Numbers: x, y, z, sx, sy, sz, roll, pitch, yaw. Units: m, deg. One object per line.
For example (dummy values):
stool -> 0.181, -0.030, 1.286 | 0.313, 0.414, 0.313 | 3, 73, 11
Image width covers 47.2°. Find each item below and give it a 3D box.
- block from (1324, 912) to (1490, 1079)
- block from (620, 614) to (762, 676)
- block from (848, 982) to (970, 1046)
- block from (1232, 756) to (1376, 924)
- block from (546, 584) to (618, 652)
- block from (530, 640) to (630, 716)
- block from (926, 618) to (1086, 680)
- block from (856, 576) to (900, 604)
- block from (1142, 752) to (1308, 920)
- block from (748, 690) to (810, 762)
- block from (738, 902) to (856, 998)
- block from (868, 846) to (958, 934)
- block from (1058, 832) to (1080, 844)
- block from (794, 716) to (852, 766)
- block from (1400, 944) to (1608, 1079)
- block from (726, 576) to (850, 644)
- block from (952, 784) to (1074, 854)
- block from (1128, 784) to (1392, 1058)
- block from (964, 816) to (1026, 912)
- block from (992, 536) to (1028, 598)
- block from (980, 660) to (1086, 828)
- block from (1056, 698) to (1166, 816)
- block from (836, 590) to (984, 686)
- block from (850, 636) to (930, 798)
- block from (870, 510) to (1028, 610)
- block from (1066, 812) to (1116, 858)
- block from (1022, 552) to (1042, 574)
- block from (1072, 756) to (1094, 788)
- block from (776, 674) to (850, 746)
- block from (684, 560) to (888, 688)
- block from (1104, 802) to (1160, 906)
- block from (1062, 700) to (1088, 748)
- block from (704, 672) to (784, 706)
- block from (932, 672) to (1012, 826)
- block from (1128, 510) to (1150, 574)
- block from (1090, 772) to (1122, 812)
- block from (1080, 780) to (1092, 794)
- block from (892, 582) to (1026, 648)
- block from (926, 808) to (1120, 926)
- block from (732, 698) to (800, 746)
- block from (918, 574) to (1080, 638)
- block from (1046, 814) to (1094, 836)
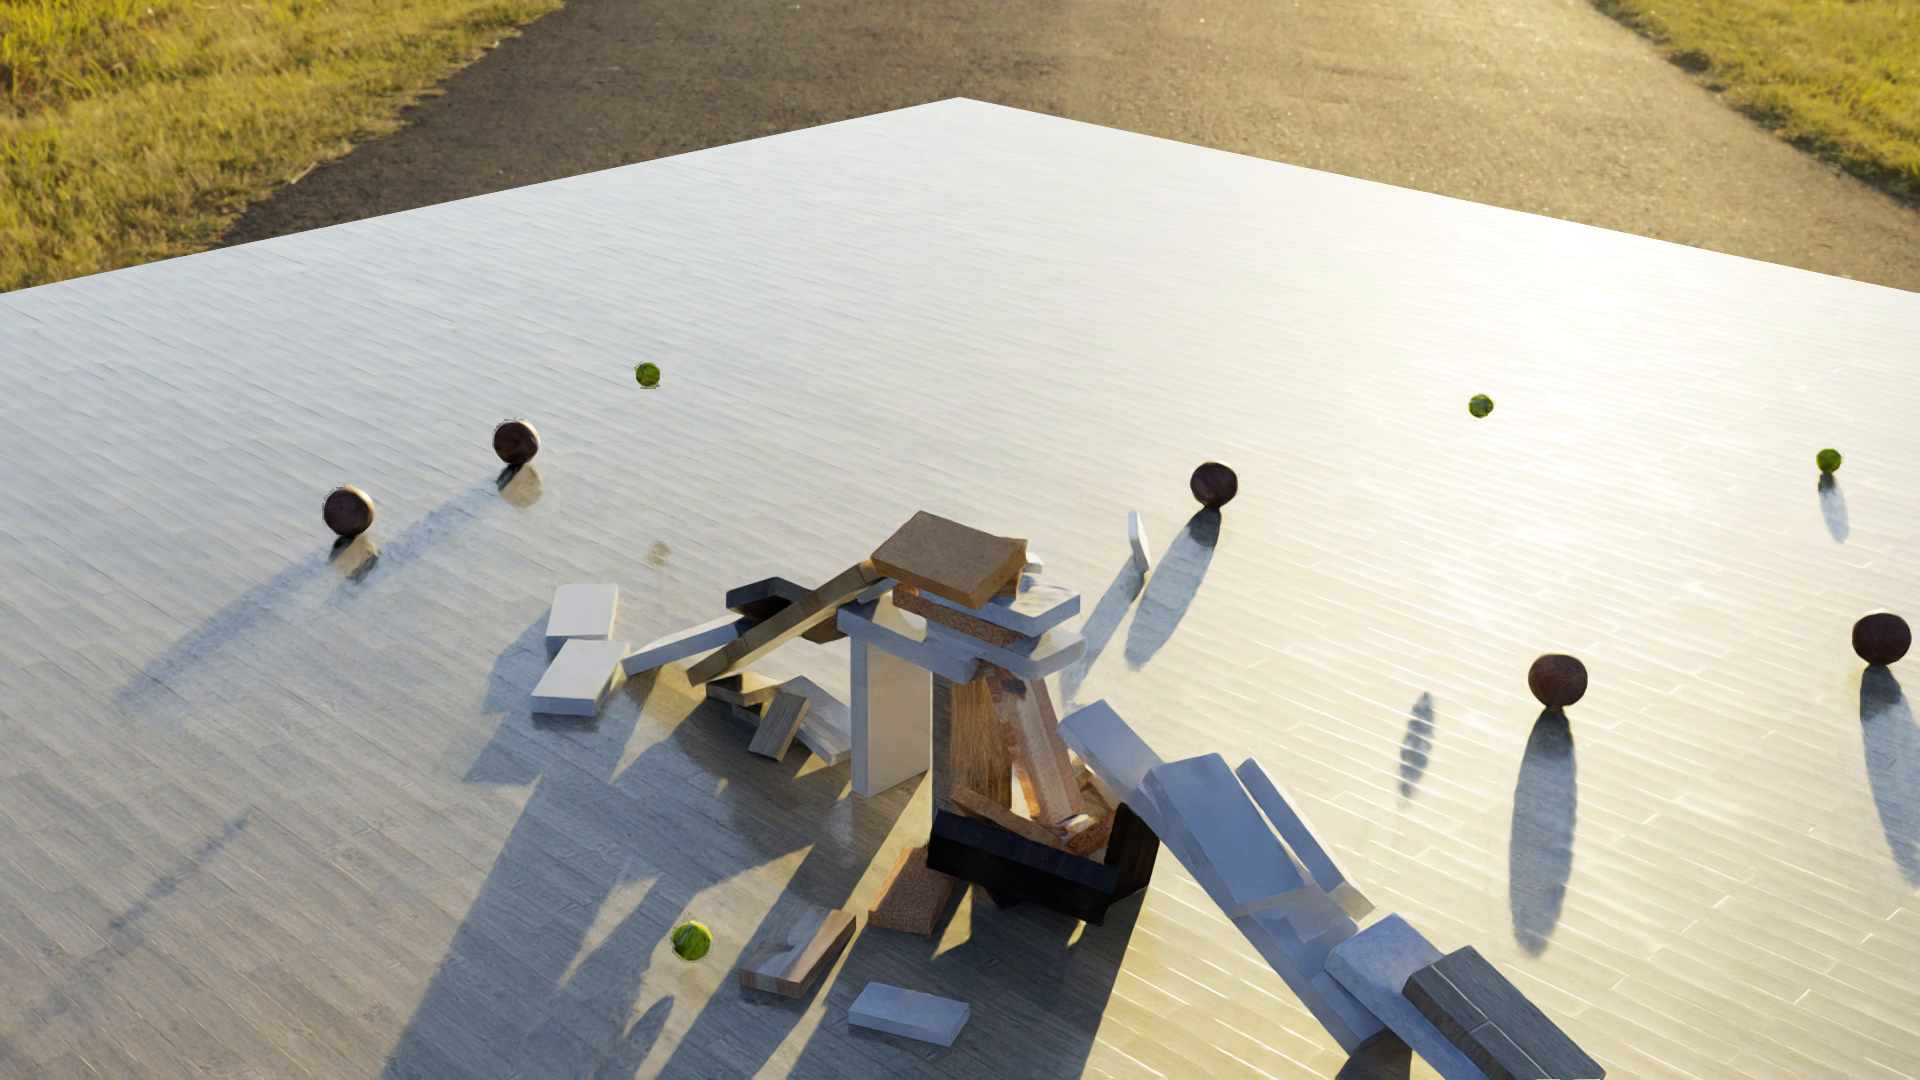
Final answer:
block -> 0.800, 0.787, 3.712 | 0.172, 0.049, 0.344 | -19, 48, -38
block -> -0.587, 0.223, 4.952 | 0.390, 0.041, 0.145 | -19, 7, 39
block -> -0.088, 0.818, 3.799 | 0.188, 0.027, 0.094 | 9, 25, 20
block -> 0.619, 0.538, 3.958 | 0.044, 0.155, 0.310 | -40, 50, 6
block -> -0.904, 0.184, 5.274 | 0.145, 0.041, 0.291 | -2, 23, -4
block -> -0.857, 0.309, 4.980 | 0.145, 0.041, 0.291 | 3, 23, 6
block -> 0.087, 0.186, 4.227 | 0.285, 0.040, 0.143 | 20, 30, 39
block -> -0.130, 0.082, 4.375 | 0.150, 0.021, 0.075 | -29, -4, 33
block -> 0.466, 0.520, 3.896 | 0.155, 0.044, 0.310 | -8, 49, -30
block -> -0.385, 0.397, 4.688 | 0.075, 0.021, 0.150 | 12, 62, 28
block -> -0.291, 0.739, 3.976 | 0.119, 0.034, 0.238 | 9, 25, 20
block -> -0.082, 0.660, 4.162 | 0.119, 0.034, 0.238 | 6, 24, 13
block -> 0.185, 0.586, 4.262 | 0.064, 0.018, 0.129 | -20, -7, -38
block -> -0.300, 0.403, 4.716 | 0.102, 0.029, 0.204 | -18, 41, -38
block -> 0.896, 0.813, 3.630 | 0.155, 0.044, 0.310 | -17, 46, -36
block -> -0.355, 0.156, 4.819 | 0.147, 0.042, 0.294 | -17, -28, 37
block -> 0.098, 0.539, 4.155 | 0.225, 0.113, 0.032 | 24, 76, 30
block -> 0.553, 0.635, 3.880 | 0.172, 0.049, 0.601 | -19, 55, -37
block -> 0.074, 0.603, 4.196 | 0.113, 0.032, 0.225 | -21, 41, -20
block -> 0.083, 0.051, 4.203 | 0.072, 0.020, 0.144 | 4, 42, 10
block -> 0.141, 0.377, 4.237 | 0.112, 0.340, 0.032 | -20, 3, -39
block -> 0.296, 0.402, 4.082 | 0.115, 0.033, 0.230 | -24, 58, -39
block -> -0.057, 0.181, 4.355 | 0.356, 0.050, 0.178 | 21, 31, 40
block -> -0.141, 0.335, 4.514 | 0.050, 0.356, 0.178 | 22, 32, 40
block -> -0.024, 0.036, 4.214 | 0.147, 0.042, 0.294 | -43, 38, -24
block -> 0.258, 0.566, 4.187 | 0.115, 0.229, 0.033 | -20, 74, -38
block -> 0.083, 0.042, 4.284 | 0.144, 0.020, 0.072 | 3, 15, -13
block -> 0.210, 0.501, 4.417 | 0.020, 0.144, 0.072 | 37, 12, -17
block -> -0.255, 0.388, 4.706 | 0.324, 0.021, 0.075 | 32, 38, 31
block -> -0.344, 0.167, 4.643 | 0.147, 0.042, 0.794 | -21, -6, -37
block -> 0.325, 0.572, 4.115 | 0.115, 0.229, 0.033 | -20, 44, -38
block -> 0.227, 0.374, 4.432 | 0.047, 0.013, 0.095 | 12, 66, 16
block -> -0.475, 0.330, 4.873 | 0.102, 0.029, 0.204 | -15, 11, -29
block -> 0.026, 0.400, 4.361 | 0.050, 0.356, 0.178 | 22, 31, 40
block -> 0.458, 0.003, 5.630 | 0.027, 0.094, 0.188 | -18, 21, 10
block -> 0.305, 0.454, 4.539 | 0.034, 0.119, 0.294 | -32, 19, 13
block -> 0.261, 0.482, 4.554 | 0.013, 0.047, 0.095 | -7, 19, 37
block -> 0.021, 0.126, 4.266 | 0.285, 0.040, 0.143 | 20, 30, 38
block -> 0.112, 0.602, 4.029 | 0.344, 0.172, 0.049 | 18, 61, 6
block -> -0.393, 0.386, 4.814 | 0.204, 0.029, 0.102 | 21, 31, 41
block -> 0.074, 0.105, 4.211 | 0.285, 0.040, 0.143 | 18, 29, 36
block -> 0.196, 0.548, 4.244 | 0.064, 0.018, 0.129 | -18, 7, -31
